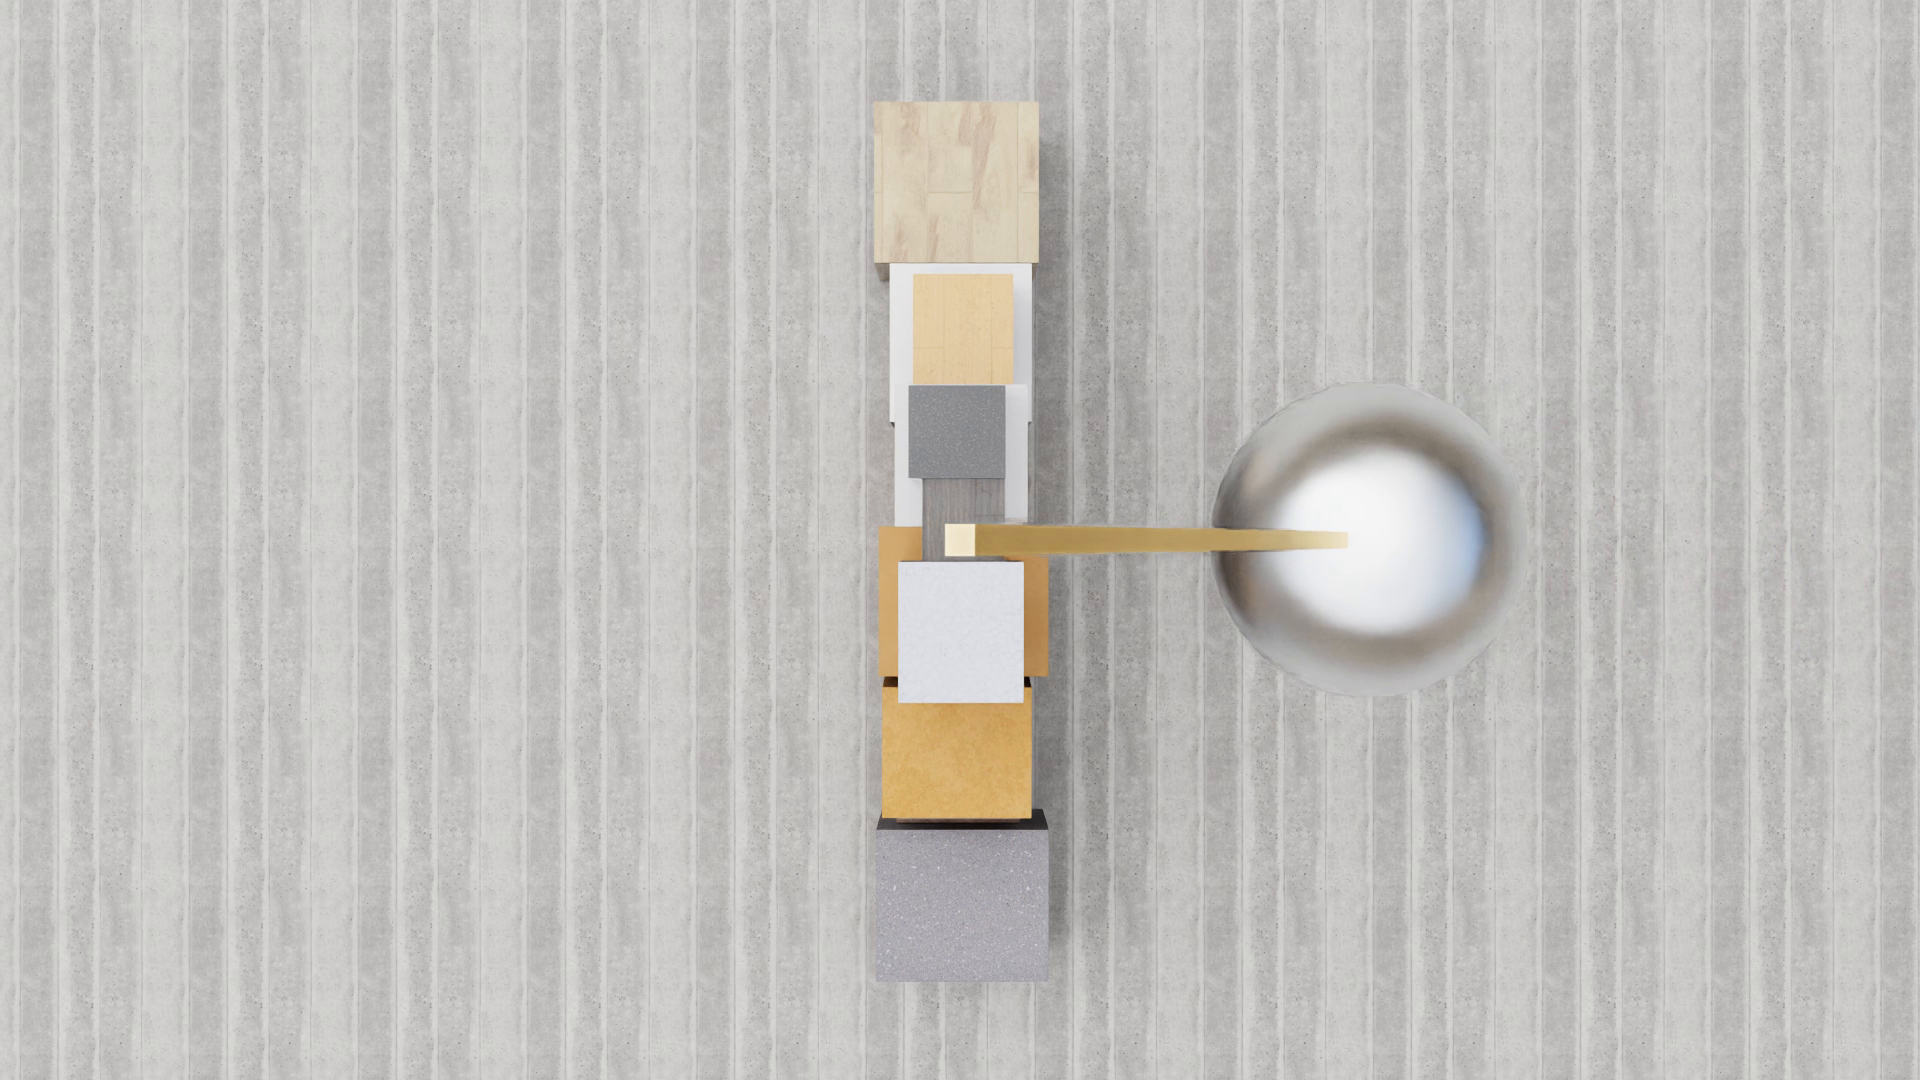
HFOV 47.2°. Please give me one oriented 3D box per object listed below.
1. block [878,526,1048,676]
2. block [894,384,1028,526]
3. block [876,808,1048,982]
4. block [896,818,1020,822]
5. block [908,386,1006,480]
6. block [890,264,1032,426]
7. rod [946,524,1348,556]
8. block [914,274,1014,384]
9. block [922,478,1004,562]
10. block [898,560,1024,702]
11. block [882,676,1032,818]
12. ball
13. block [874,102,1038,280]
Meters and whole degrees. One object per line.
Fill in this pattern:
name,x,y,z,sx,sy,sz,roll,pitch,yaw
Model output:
block,0.019,0.316,11.785,0.875,0.934,0.772,0,90,0
block,0.006,-0.440,11.716,0.682,0.813,0.730,0,91,0
block,0.014,2.007,12.530,0.949,0.940,0.834,0,90,0
block,-0.010,1.202,12.646,0.690,0.709,0.756,0,90,0
block,-0.015,-0.537,11.073,0.480,0.472,0.459,0,91,0
block,0.004,-1.088,12.560,0.782,0.880,0.871,0,90,0
rod,0.899,0.000,8.000,0.080,5.200,0.080,0,90,20
block,0.017,-1.111,11.849,0.528,0.542,0.581,0,90,0
block,0.017,-0.101,11.112,0.411,0.401,0.412,0,90,0
block,0.005,0.445,10.959,0.604,0.717,0.679,0,90,0
block,-0.016,1.089,11.892,0.782,0.753,0.690,0,94,0
ball,2.074,0.000,11.190,1.600,1.600,1.600,0,90,0
block,-0.020,-1.979,12.580,0.909,0.840,0.890,0,90,0
